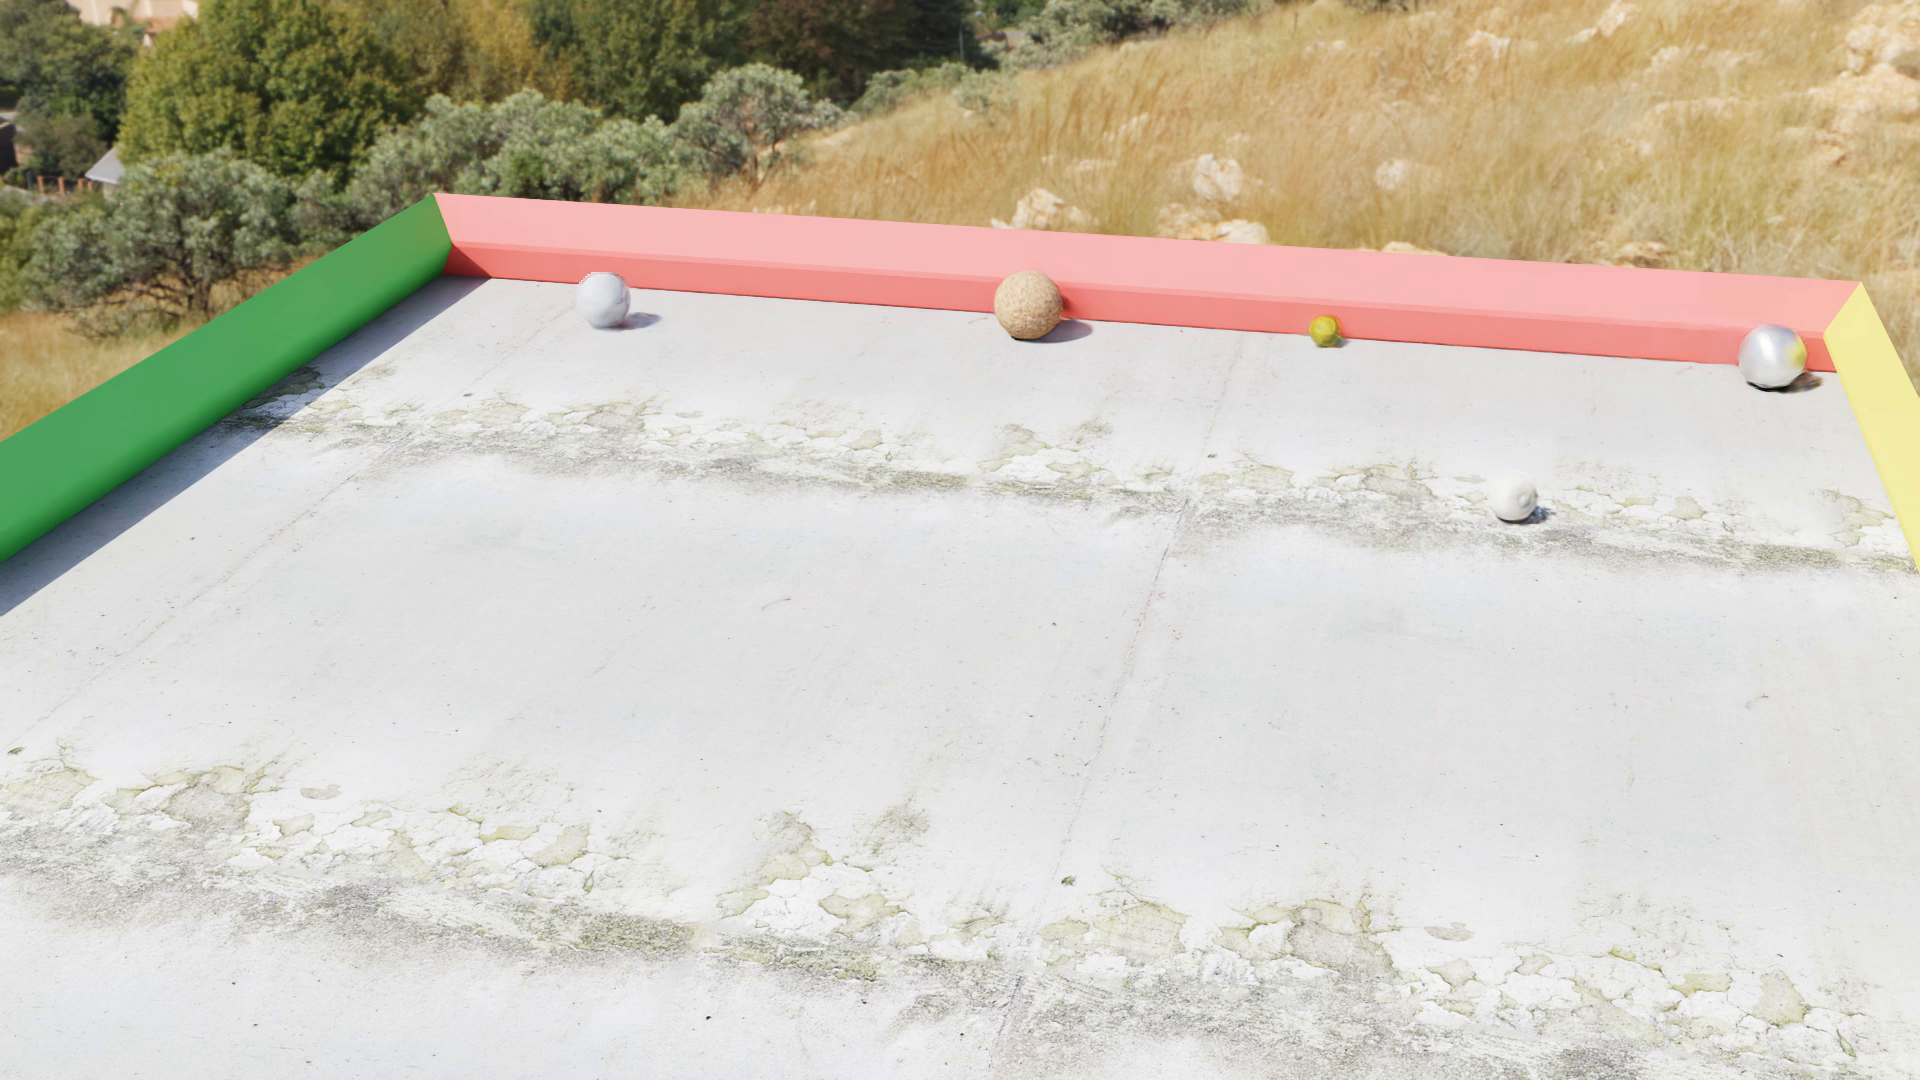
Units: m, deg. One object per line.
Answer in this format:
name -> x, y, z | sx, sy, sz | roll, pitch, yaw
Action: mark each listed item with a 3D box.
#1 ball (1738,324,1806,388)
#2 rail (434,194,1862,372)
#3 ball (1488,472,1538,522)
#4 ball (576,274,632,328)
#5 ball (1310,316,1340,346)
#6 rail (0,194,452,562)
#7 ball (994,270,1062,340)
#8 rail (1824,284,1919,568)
ball -> 1.094, -0.248, 2.962 | 0.087, 0.087, 0.087 | 0, 24, 0
rail -> 0.198, -0.376, 3.200 | 2.094, 0.128, 0.045 | 5, 24, 12
ball -> 0.642, -0.050, 2.550 | 0.056, 0.056, 0.056 | 0, 24, 0
ball -> -0.519, -0.349, 3.203 | 0.079, 0.079, 0.079 | 0, 24, 0
ball -> 0.519, -0.297, 3.131 | 0.043, 0.043, 0.043 | 0, 24, 0
rail -> -1.201, 0.237, 1.805 | 0.045, 0.128, 3.642 | 5, 24, 12
ball -> 0.098, -0.337, 3.152 | 0.099, 0.099, 0.099 | 0, 24, 0
rail -> 0.794, 0.421, 1.387 | 0.045, 0.128, 3.642 | 5, 24, 12
